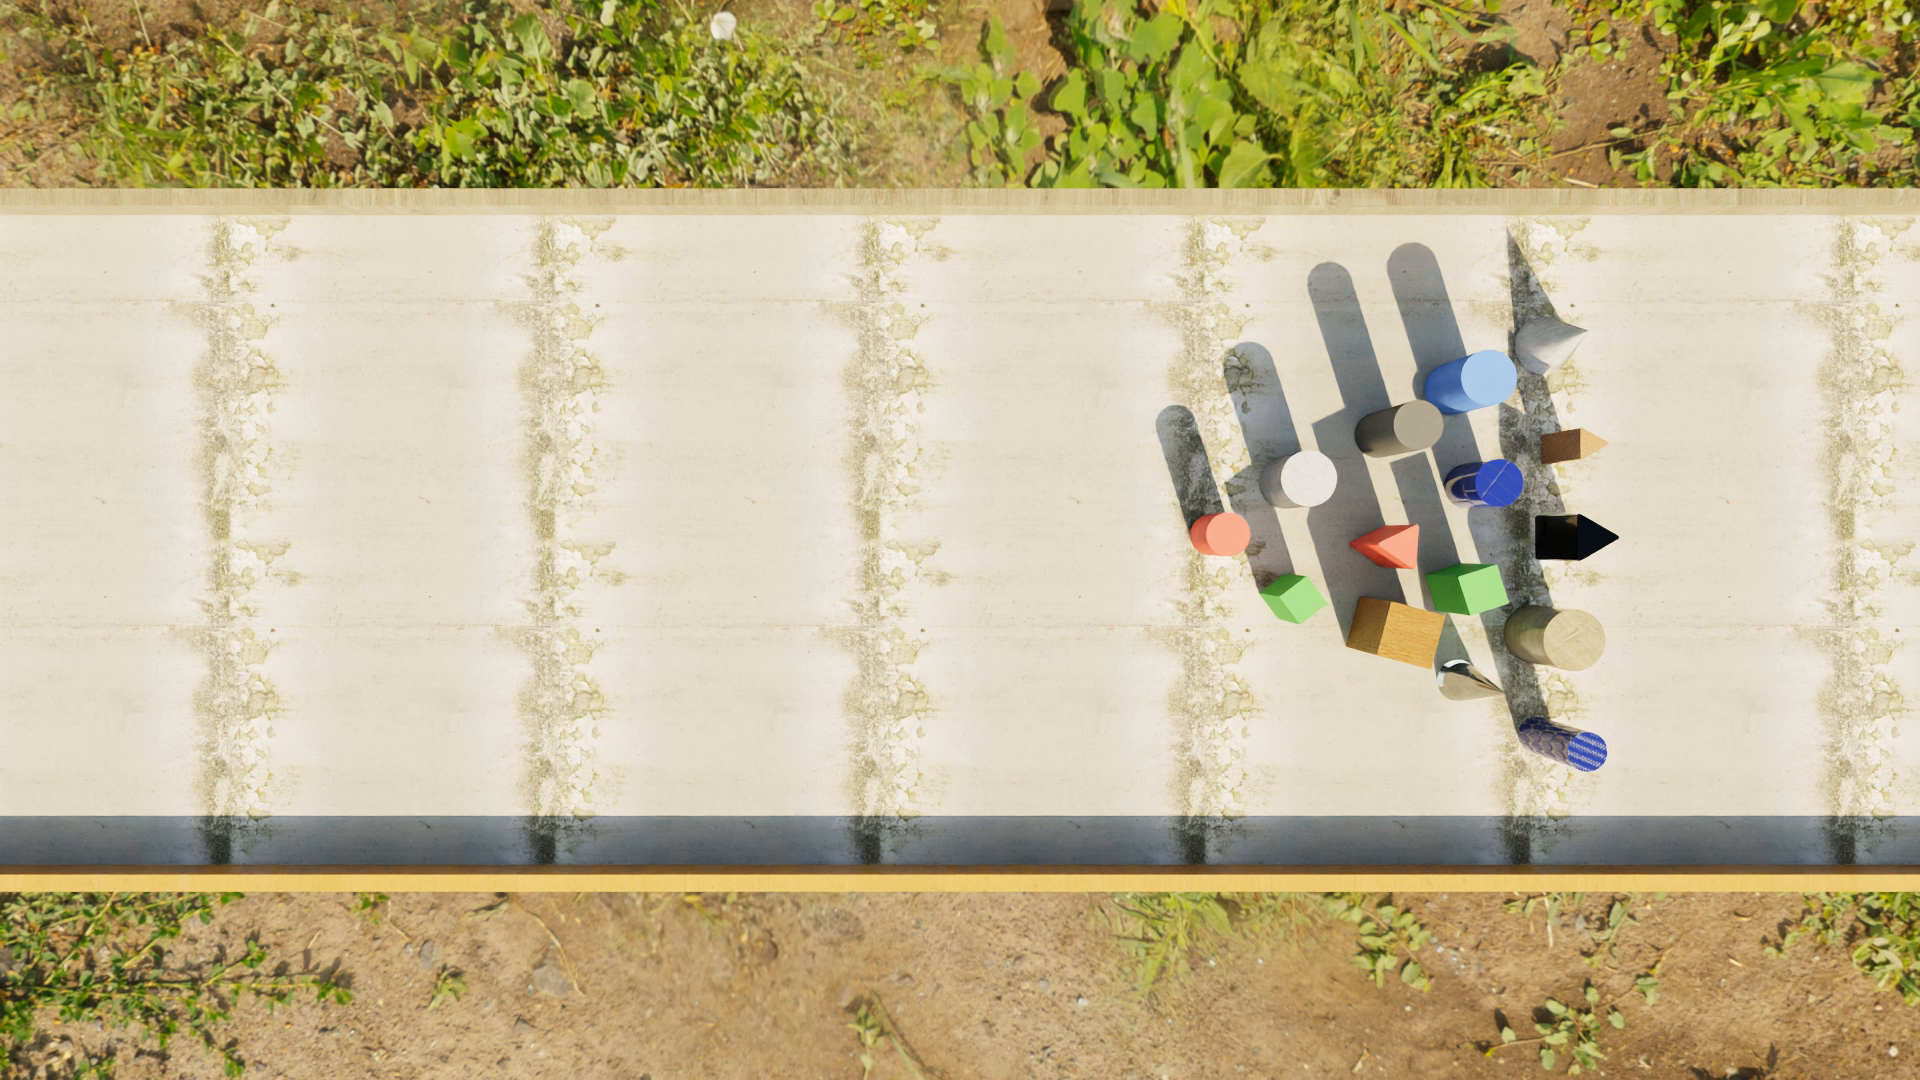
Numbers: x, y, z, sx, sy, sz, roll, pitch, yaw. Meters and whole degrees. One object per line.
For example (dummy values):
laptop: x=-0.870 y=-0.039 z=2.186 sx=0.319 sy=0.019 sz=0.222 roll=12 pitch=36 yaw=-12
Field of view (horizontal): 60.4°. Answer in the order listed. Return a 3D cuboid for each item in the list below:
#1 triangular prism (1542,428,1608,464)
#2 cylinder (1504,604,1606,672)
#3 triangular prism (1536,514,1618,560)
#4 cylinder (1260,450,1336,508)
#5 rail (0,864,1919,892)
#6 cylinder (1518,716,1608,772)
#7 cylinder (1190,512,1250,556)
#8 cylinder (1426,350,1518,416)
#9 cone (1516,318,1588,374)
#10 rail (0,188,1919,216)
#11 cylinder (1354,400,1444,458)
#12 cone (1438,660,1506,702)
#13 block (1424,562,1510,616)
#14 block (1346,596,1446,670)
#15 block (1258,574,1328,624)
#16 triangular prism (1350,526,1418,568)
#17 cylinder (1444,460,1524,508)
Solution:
triangular prism: x=1.812 y=-0.290 z=4.916 sx=0.091 sy=0.321 sz=0.079 roll=-30 pitch=90 yaw=0
cylinder: x=1.762 y=0.288 z=4.903 sx=0.178 sy=0.348 sz=0.178 roll=0 pitch=90 yaw=0
triangular prism: x=1.803 y=-0.024 z=4.903 sx=0.135 sy=0.347 sz=0.117 roll=-30 pitch=90 yaw=0
cylinder: x=1.000 y=-0.176 z=4.902 sx=0.161 sy=0.349 sz=0.161 roll=0 pitch=90 yaw=0
rail: x=-2.247 y=1.025 z=5.001 sx=12.000 sy=0.150 sz=0.050 roll=0 pitch=90 yaw=0
cylinder: x=1.774 y=0.599 z=4.870 sx=0.113 sy=0.414 sz=0.113 roll=0 pitch=90 yaw=0
cylinder: x=0.772 y=-0.016 z=4.910 sx=0.127 sy=0.332 sz=0.127 roll=0 pitch=90 yaw=0
cylinder: x=1.511 y=-0.464 z=4.893 sx=0.160 sy=0.367 sz=0.160 roll=0 pitch=90 yaw=0
cone: x=1.797 y=-0.599 z=4.894 sx=0.176 sy=0.365 sz=0.176 roll=0 pitch=90 yaw=0
rail: x=-2.247 y=-1.025 z=5.002 sx=12.000 sy=0.150 sz=0.050 roll=0 pitch=90 yaw=0
cylinder: x=1.285 y=-0.323 z=4.848 sx=0.140 sy=0.456 sz=0.140 roll=0 pitch=90 yaw=0
cone: x=1.533 y=0.433 z=4.849 sx=0.128 sy=0.454 sz=0.128 roll=0 pitch=90 yaw=0
block: x=1.504 y=0.144 z=4.907 sx=0.117 sy=0.339 sz=0.117 roll=-18 pitch=90 yaw=0
block: x=1.285 y=0.272 z=4.887 sx=0.160 sy=0.379 sz=0.160 roll=15 pitch=90 yaw=0
block: x=0.989 y=0.173 z=4.910 sx=0.100 sy=0.332 sz=0.100 roll=-37 pitch=90 yaw=0
triangular prism: x=1.279 y=0.002 z=4.897 sx=0.126 sy=0.360 sz=0.109 roll=34 pitch=90 yaw=0
cylinder: x=1.560 y=-0.165 z=4.923 sx=0.139 sy=0.307 sz=0.139 roll=0 pitch=90 yaw=0
